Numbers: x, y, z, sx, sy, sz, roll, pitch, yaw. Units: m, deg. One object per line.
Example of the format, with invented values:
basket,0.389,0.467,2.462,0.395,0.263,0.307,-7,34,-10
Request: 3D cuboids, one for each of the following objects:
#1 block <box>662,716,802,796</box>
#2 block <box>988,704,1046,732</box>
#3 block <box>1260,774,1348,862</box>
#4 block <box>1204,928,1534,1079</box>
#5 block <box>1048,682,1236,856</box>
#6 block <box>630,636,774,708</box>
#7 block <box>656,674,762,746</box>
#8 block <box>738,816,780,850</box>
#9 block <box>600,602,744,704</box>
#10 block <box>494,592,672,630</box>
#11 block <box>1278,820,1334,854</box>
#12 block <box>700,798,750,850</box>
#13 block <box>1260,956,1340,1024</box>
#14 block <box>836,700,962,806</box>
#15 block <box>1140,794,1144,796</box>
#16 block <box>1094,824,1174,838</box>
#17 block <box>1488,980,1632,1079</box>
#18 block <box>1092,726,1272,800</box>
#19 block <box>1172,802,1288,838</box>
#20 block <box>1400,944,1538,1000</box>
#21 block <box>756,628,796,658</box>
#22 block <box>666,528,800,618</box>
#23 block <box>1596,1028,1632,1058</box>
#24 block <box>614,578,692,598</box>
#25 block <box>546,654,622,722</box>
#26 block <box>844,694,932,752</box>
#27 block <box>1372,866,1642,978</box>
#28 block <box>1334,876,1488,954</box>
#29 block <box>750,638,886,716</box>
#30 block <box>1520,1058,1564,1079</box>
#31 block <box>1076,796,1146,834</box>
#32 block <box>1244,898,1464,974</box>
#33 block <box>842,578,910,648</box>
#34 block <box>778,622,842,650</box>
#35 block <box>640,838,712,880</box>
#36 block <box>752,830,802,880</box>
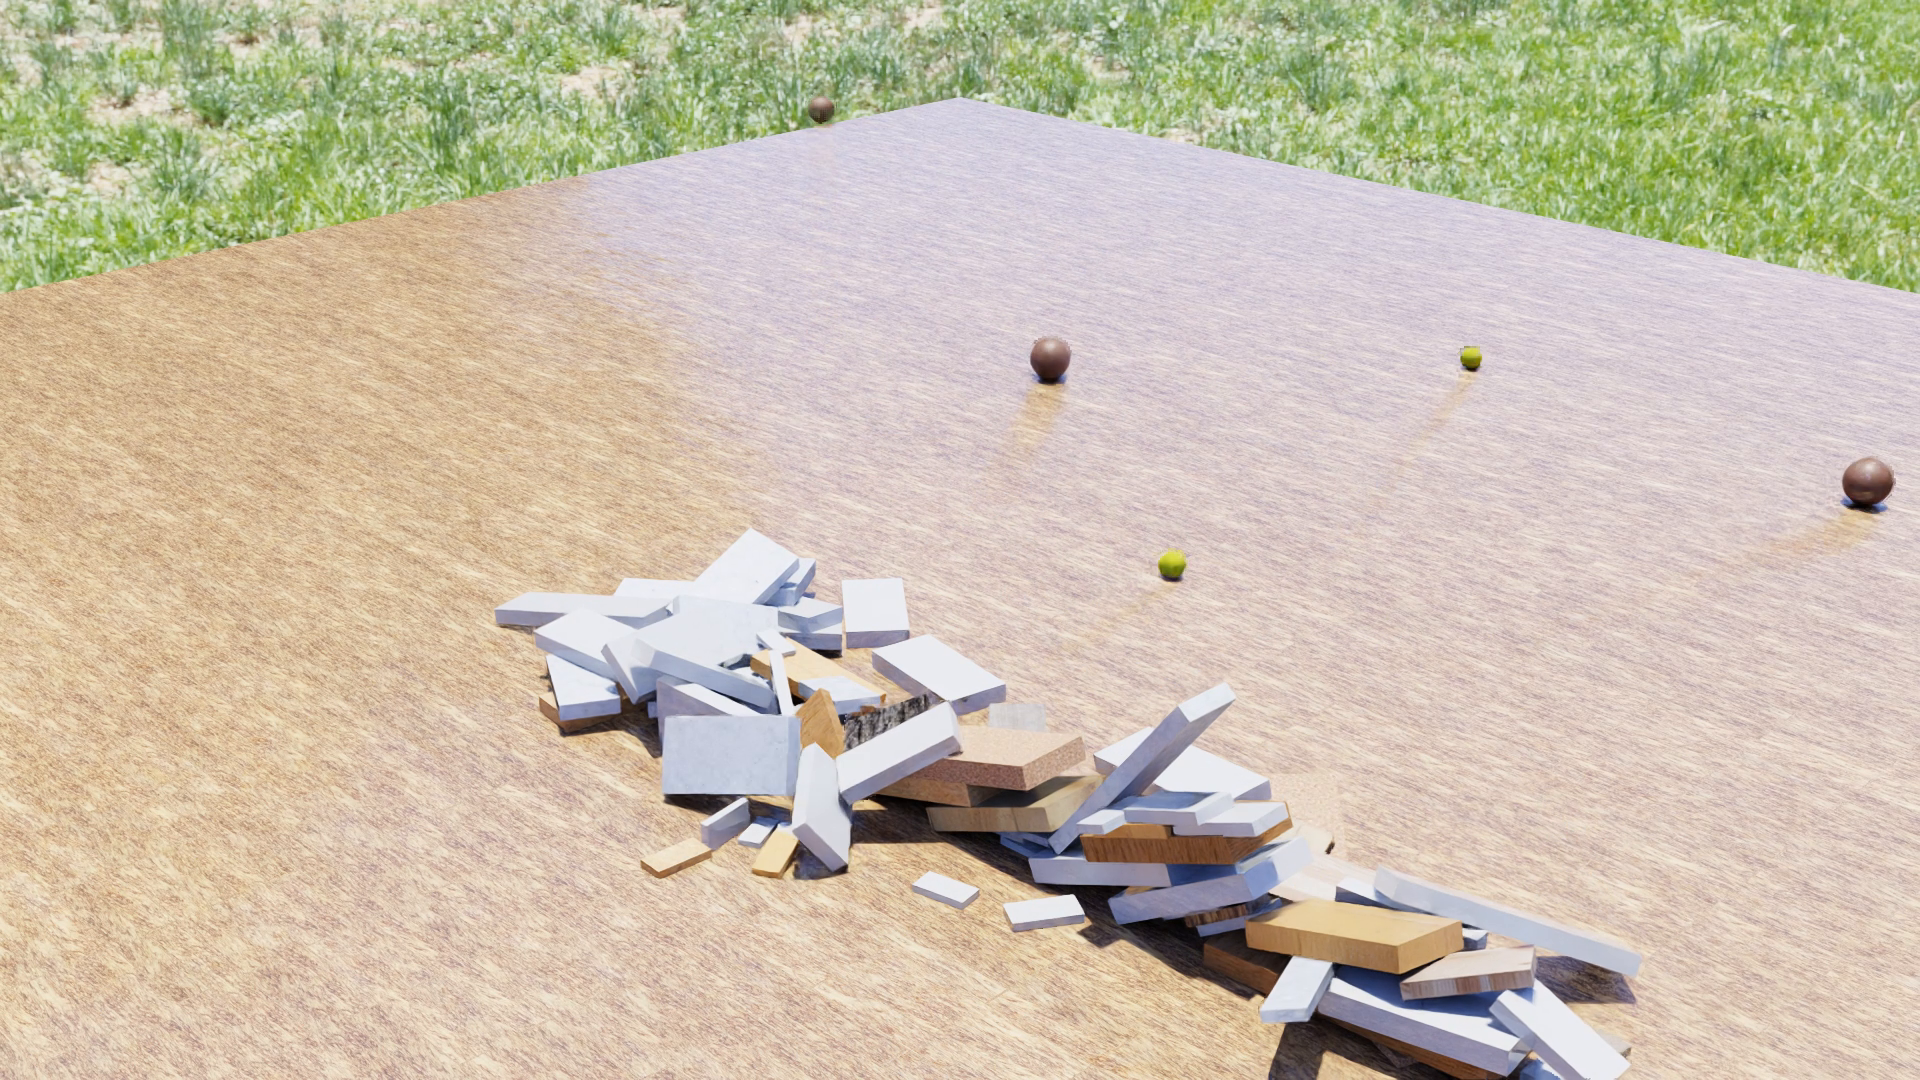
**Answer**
block,-0.463,0.436,4.439,0.311,0.156,0.044,-3,-10,31
block,0.123,0.424,4.718,0.123,0.035,0.247,1,23,2
block,0.667,0.572,4.266,0.148,0.042,0.297,1,37,2
block,0.704,0.784,3.810,0.580,0.048,0.170,17,28,41
block,0.327,0.424,4.026,0.127,0.514,0.036,-21,69,-39
block,-0.555,0.285,4.726,0.286,0.041,0.143,22,-2,-26
block,-0.516,0.402,4.613,0.312,0.156,0.044,20,30,39
block,-0.400,0.582,4.373,0.048,0.014,0.095,8,24,18
block,-0.629,0.247,4.832,0.286,0.041,0.143,-22,70,-38
block,-0.887,0.169,5.209,0.449,0.037,0.131,2,18,30
block,0.640,0.570,4.216,0.139,0.020,0.069,18,42,24
block,-0.464,0.564,4.351,0.018,0.062,0.124,16,28,32
block,0.582,0.735,3.695,0.076,0.022,0.412,-7,4,19
block,-0.122,0.421,4.357,0.254,0.036,0.127,-27,27,8
block,0.397,0.526,4.499,0.058,0.016,0.115,2,23,5
block,0.336,0.511,3.990,0.094,0.027,0.187,-22,9,-40
block,0.968,0.802,3.548,0.213,0.030,0.107,43,39,23
block,0.443,0.474,4.420,0.148,0.042,0.385,-23,23,-27
block,0.472,0.490,3.852,0.094,0.027,0.187,-22,9,-41
block,0.841,0.715,3.636,0.213,0.030,0.107,-10,9,20
block,-0.416,0.235,4.973,0.048,0.014,0.095,-13,36,-35
block,-0.527,0.112,5.119,0.149,0.042,0.298,30,58,23
block,1.064,0.866,3.697,0.124,0.018,0.062,-17,28,-35
block,-0.677,0.146,5.367,0.326,0.039,0.136,3,23,7
block,-0.835,0.318,4.868,0.131,0.037,0.262,-7,23,-15
block,-0.148,0.386,4.493,0.188,0.027,0.094,-21,40,22
block,0.964,0.673,3.886,0.453,0.040,0.140,18,0,-4
block,0.795,0.712,3.903,0.279,0.140,0.040,18,29,36
block,-0.317,0.314,4.910,0.293,0.035,0.123,27,33,29
block,0.994,0.897,3.625,0.062,0.018,0.124,-20,30,-39
block,0.285,0.500,4.000,0.139,0.020,0.069,-21,9,-38
block,0.677,0.679,3.793,0.170,0.048,0.340,-10,6,-39
block,-0.205,0.174,5.297,0.149,0.042,0.298,-2,23,-4
block,-0.415,0.214,5.154,0.273,0.039,0.136,2,14,-6
block,-0.552,0.619,4.279,0.124,0.018,0.062,-19,30,-38
block,-0.355,0.612,4.273,0.058,0.016,0.115,8,34,18
